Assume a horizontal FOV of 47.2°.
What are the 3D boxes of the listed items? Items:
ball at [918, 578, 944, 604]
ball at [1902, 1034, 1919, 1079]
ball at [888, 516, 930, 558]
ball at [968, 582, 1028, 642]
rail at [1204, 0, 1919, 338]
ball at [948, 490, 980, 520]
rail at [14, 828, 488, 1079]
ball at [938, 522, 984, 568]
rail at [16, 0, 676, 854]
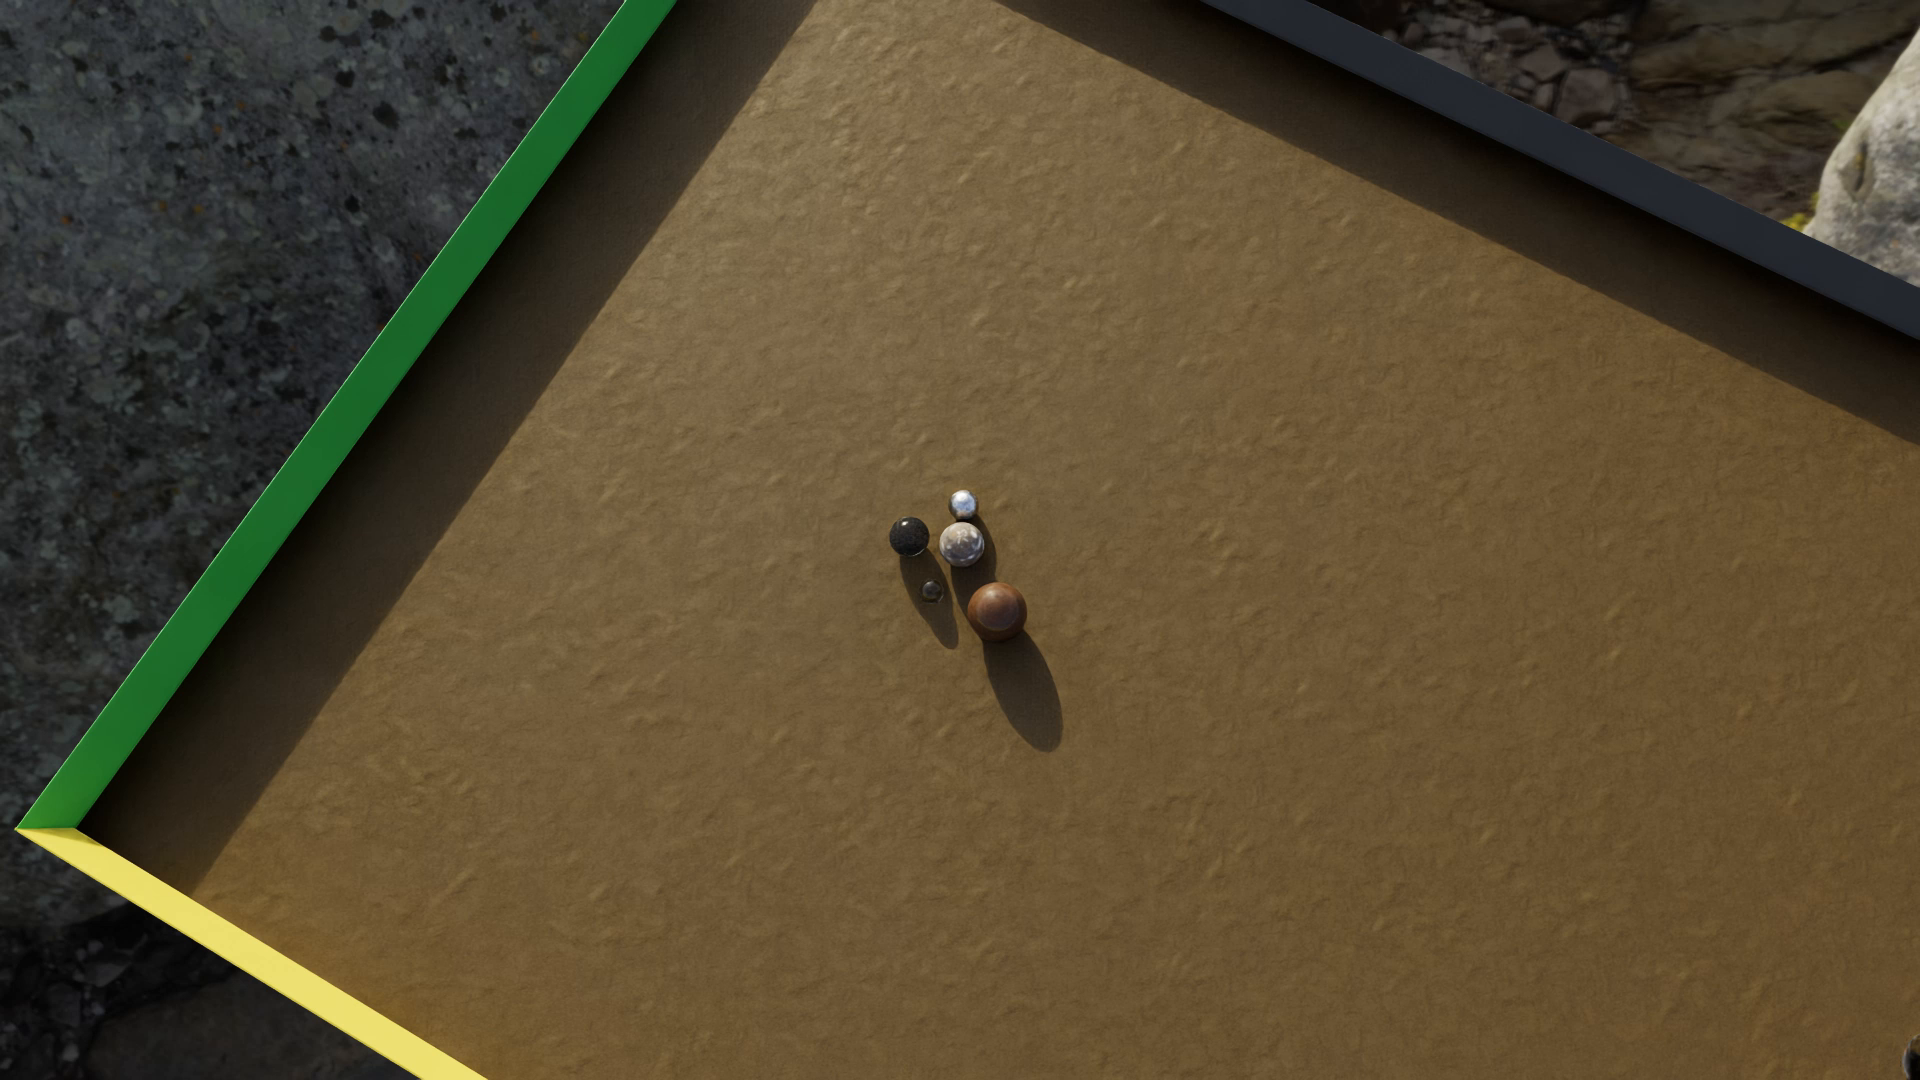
[{"bbox_3d":[-0.045,0.080,3.446,0.040,0.040,0.040,0,69,0],"label":"ball"},{"bbox_3d":[1.407,0.753,3.160,0.096,0.096,0.096,0,69,0],"label":"ball"},{"bbox_3d":[-0.080,-0.005,3.465,0.065,0.065,0.065,0,69,0],"label":"ball"},{"bbox_3d":[0.058,0.112,3.405,0.094,0.094,0.094,0,69,0],"label":"ball"},{"bbox_3d":[1.366,-0.447,3.601,3.824,0.125,0.045,28,72,10],"label":"rail"},{"bbox_3d":[0.006,-0.055,3.493,0.050,0.050,0.050,0,69,0],"label":"ball"},{"bbox_3d":[0.295,1.310,2.931,3.824,0.125,0.045,28,72,10],"label":"rail"},{"bbox_3d":[0.003,0.007,3.457,0.072,0.072,0.072,0,69,0],"label":"ball"},{"bbox_3d":[-0.810,-0.442,3.599,0.045,0.125,2.211,28,72,10],"label":"rail"}]
